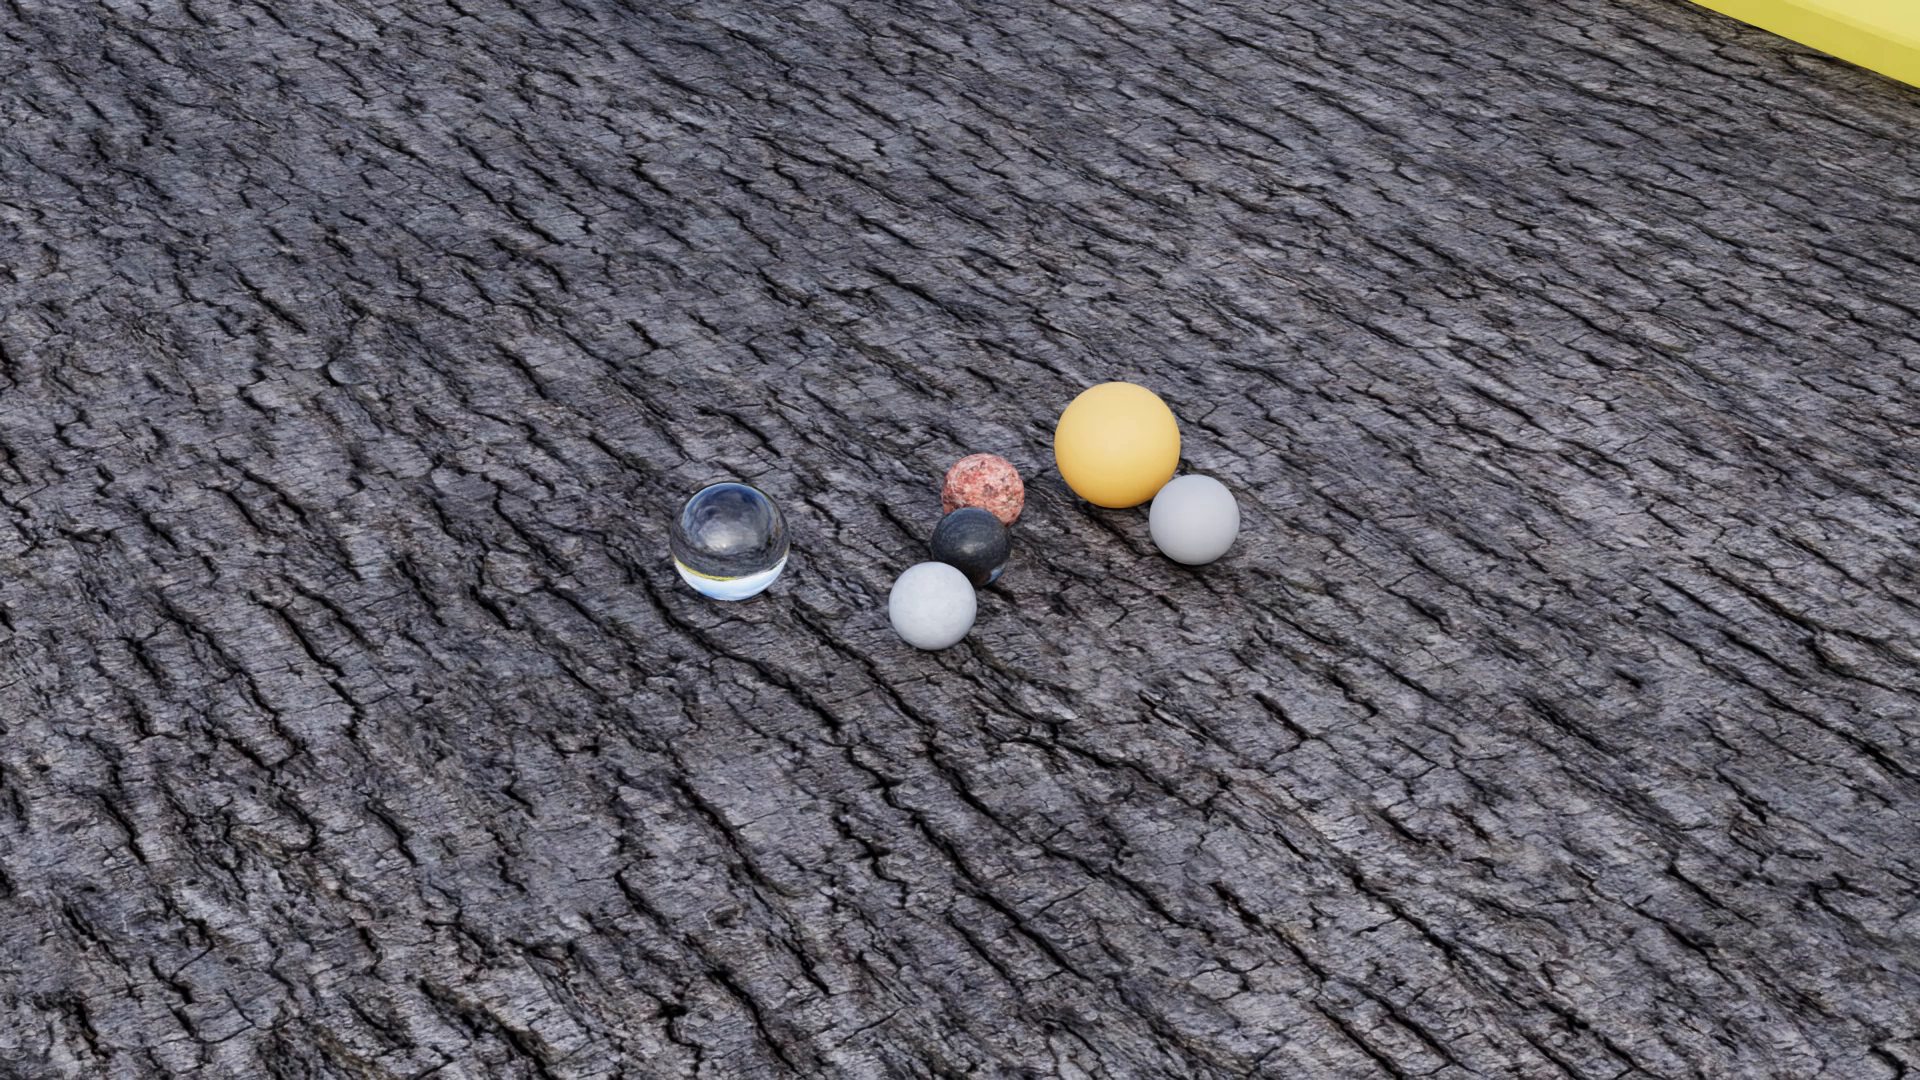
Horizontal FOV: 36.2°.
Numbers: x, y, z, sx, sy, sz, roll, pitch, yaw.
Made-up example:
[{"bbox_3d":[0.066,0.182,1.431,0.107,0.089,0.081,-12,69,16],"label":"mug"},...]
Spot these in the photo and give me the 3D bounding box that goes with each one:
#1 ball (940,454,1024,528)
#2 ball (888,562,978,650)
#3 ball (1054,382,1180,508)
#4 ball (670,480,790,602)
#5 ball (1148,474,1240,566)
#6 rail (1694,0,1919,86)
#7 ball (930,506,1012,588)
[{"bbox_3d":[0.015,-0.030,1.937,0.055,0.055,0.055,0,28,0],"label":"ball"},{"bbox_3d":[-0.017,0.041,1.808,0.055,0.055,0.055,0,28,0],"label":"ball"},{"bbox_3d":[0.105,-0.063,1.968,0.085,0.085,0.085,0,28,0],"label":"ball"},{"bbox_3d":[-0.145,0.001,1.859,0.076,0.076,0.076,0,28,0],"label":"ball"},{"bbox_3d":[0.152,-0.013,1.902,0.059,0.059,0.059,0,28,0],"label":"ball"},{"bbox_3d":[0.463,-0.772,3.246,0.045,0.110,4.398,-16,32,-27],"label":"rail"},{"bbox_3d":[0.007,0.005,1.877,0.052,0.052,0.052,0,28,0],"label":"ball"}]
